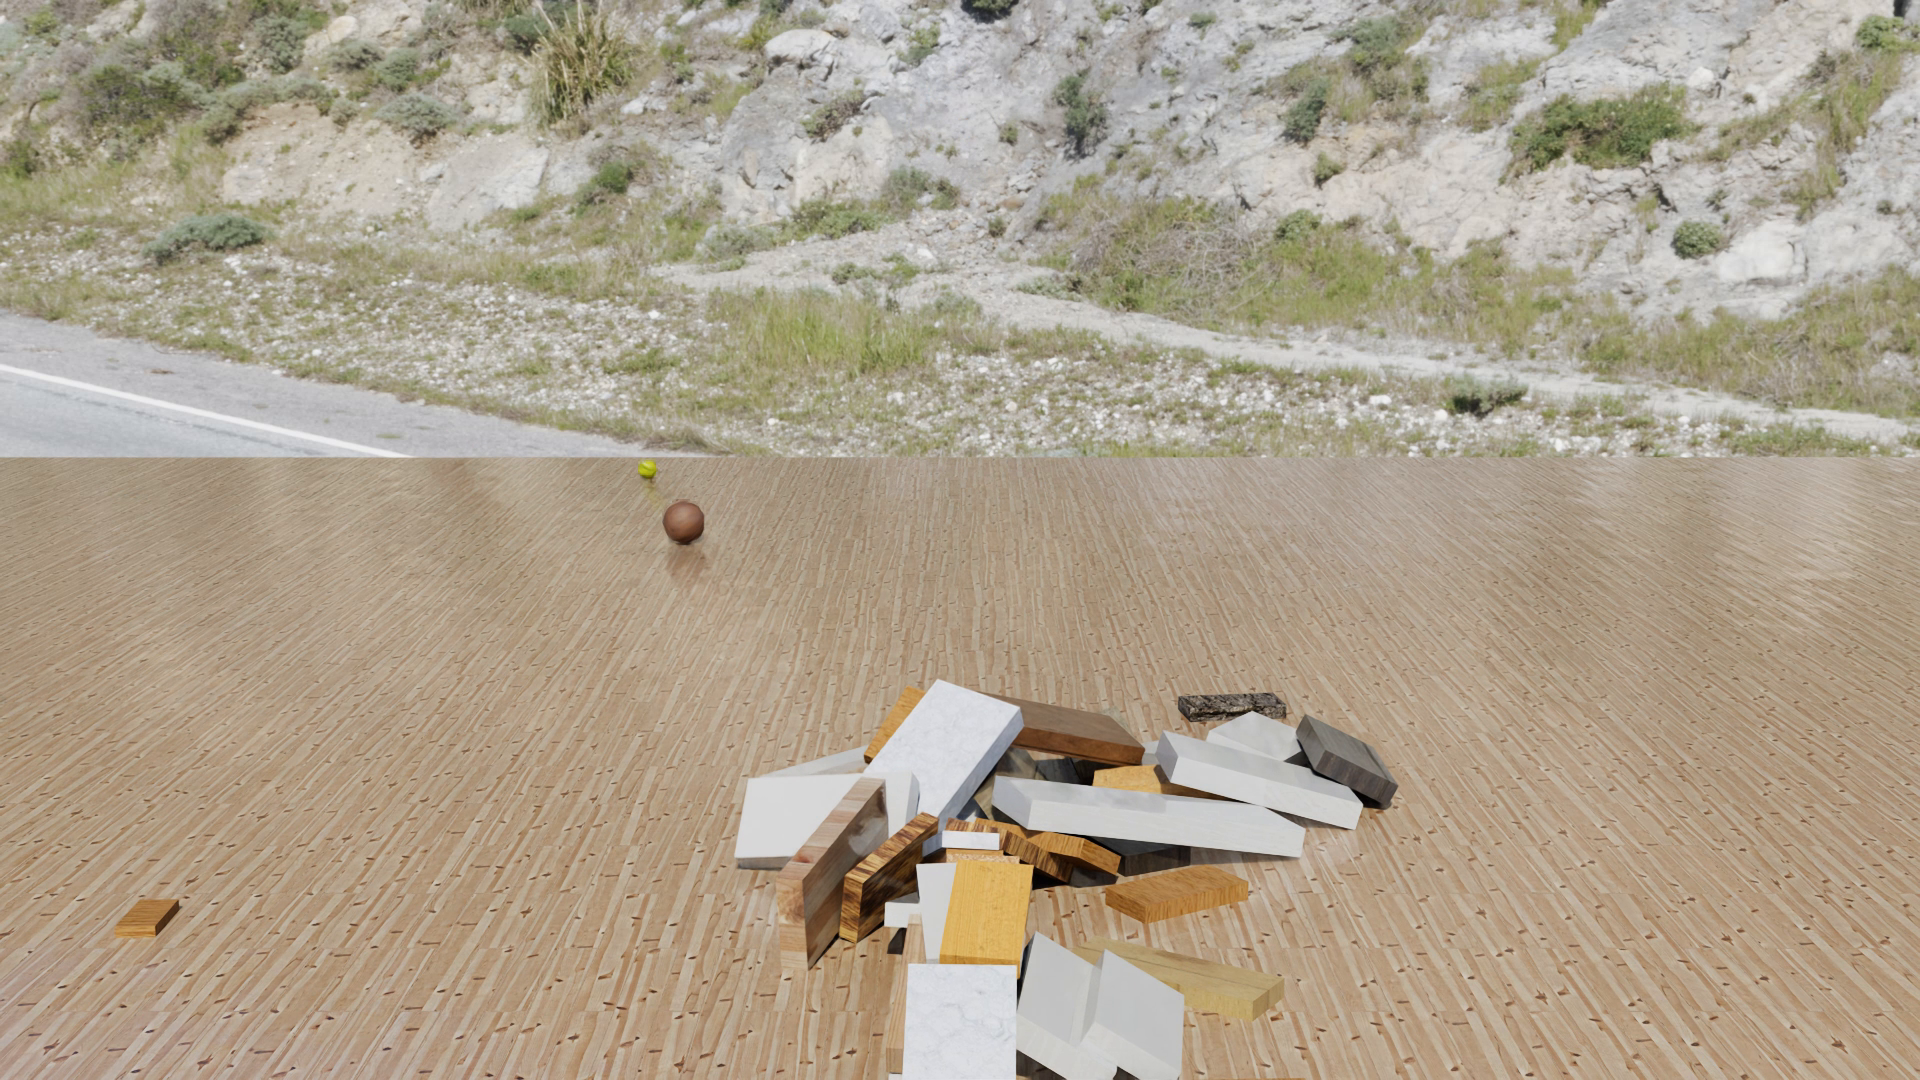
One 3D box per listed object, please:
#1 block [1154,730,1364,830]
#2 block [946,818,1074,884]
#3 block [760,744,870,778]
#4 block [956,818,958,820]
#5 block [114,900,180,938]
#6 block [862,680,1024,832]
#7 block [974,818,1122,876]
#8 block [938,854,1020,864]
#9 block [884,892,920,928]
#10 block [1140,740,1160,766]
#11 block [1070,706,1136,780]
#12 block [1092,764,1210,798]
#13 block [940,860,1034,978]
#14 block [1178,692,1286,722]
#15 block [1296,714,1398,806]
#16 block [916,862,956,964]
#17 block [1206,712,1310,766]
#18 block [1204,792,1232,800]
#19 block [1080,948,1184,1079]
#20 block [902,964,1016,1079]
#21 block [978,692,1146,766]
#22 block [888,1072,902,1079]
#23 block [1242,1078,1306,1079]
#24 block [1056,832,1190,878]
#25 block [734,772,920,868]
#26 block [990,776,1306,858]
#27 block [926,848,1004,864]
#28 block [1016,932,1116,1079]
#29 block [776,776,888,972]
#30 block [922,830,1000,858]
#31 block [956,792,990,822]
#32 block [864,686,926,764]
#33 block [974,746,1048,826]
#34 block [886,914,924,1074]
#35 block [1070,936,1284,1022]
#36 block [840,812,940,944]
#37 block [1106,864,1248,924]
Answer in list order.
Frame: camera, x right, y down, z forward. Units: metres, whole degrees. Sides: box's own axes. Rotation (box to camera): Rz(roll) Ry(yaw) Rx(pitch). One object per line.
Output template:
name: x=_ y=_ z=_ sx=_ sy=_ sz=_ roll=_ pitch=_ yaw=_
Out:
block: x=0.549 y=0.442 z=4.063 sx=0.355 sy=0.050 sz=0.177 roll=15 pitch=9 yaw=-7
block: x=0.083 y=0.518 z=3.657 sx=0.115 sy=0.033 sz=0.239 roll=7 pitch=-17 yaw=34
block: x=-0.208 y=0.440 z=4.429 sx=0.063 sy=0.018 sz=0.470 roll=10 pitch=14 yaw=42
block: x=-0.009 y=0.525 z=3.790 sx=0.064 sy=0.018 sz=0.128 roll=-18 pitch=40 yaw=-25
block: x=-1.304 y=0.607 z=3.530 sx=0.063 sy=0.018 sz=0.125 roll=-1 pitch=11 yaw=-3
block: x=-0.057 y=0.406 z=3.872 sx=0.177 sy=0.050 sz=0.355 roll=17 pitch=50 yaw=30
block: x=0.145 y=0.518 z=3.723 sx=0.230 sy=0.033 sz=0.115 roll=5 pitch=-18 yaw=40
block: x=0.017 y=0.517 z=3.384 sx=0.107 sy=0.030 sz=0.356 roll=3 pitch=-14 yaw=-5
block: x=-0.032 y=0.580 z=3.438 sx=0.126 sy=0.036 sz=0.253 roll=2 pitch=-5 yaw=9
block: x=0.414 y=0.429 z=4.359 sx=0.109 sy=0.031 sz=0.218 roll=-6 pitch=3 yaw=-30
block: x=0.279 y=0.407 z=4.438 sx=0.132 sy=0.037 sz=0.264 roll=-20 pitch=12 yaw=-1
block: x=0.363 y=0.458 z=4.154 sx=0.218 sy=0.031 sz=0.109 roll=-4 pitch=13 yaw=7
block: x=0.038 y=0.513 z=2.988 sx=0.107 sy=0.030 sz=0.213 roll=4 pitch=28 yaw=5
block: x=0.593 y=0.365 z=4.799 sx=0.214 sy=0.030 sz=0.107 roll=-2 pitch=11 yaw=-8
block: x=0.744 y=0.422 z=4.251 sx=0.153 sy=0.043 sz=0.306 roll=26 pitch=8 yaw=-2
block: x=0.000 y=0.521 z=3.037 sx=0.107 sy=0.030 sz=0.213 roll=-2 pitch=28 yaw=-4
block: x=0.599 y=0.405 z=4.338 sx=0.153 sy=0.043 sz=0.306 roll=22 pitch=11 yaw=20
block: x=0.494 y=0.469 z=4.235 sx=0.218 sy=0.031 sz=0.109 roll=-5 pitch=12 yaw=-24
block: x=0.240 y=0.659 z=3.028 sx=0.132 sy=0.037 sz=0.265 roll=31 pitch=12 yaw=0
block: x=0.000 y=0.663 z=2.773 sx=0.141 sy=0.040 sz=0.283 roll=1 pitch=42 yaw=2
block: x=0.188 y=0.364 z=4.211 sx=0.306 sy=0.043 sz=0.153 roll=13 pitch=15 yaw=-29
block: x=-0.026 y=0.686 z=2.884 sx=0.124 sy=0.035 sz=0.247 roll=1 pitch=25 yaw=4
block: x=0.320 y=0.732 z=2.799 sx=0.265 sy=0.037 sz=0.132 roll=0 pitch=11 yaw=-2
block: x=0.280 y=0.530 z=3.891 sx=0.132 sy=0.037 sz=0.264 roll=-5 pitch=12 yaw=-27
block: x=-0.228 y=0.480 z=3.770 sx=0.304 sy=0.152 sz=0.043 roll=-4 pitch=-35 yaw=18
block: x=0.327 y=0.480 z=3.819 sx=0.518 sy=0.050 sz=0.177 roll=9 pitch=4 yaw=-20
block: x=0.006 y=0.508 z=3.465 sx=0.089 sy=0.025 sz=0.178 roll=4 pitch=-14 yaw=-10
block: x=0.147 y=0.650 z=3.035 sx=0.152 sy=0.043 sz=0.304 roll=31 pitch=12 yaw=0
block: x=-0.197 y=0.523 z=3.485 sx=0.043 sy=0.152 sz=0.383 roll=3 pitch=18 yaw=17
block: x=0.000 y=0.482 z=3.465 sx=0.089 sy=0.025 sz=0.178 roll=4 pitch=-14 yaw=-10
block: x=-0.014 y=0.487 z=3.943 sx=0.140 sy=0.040 sz=0.281 roll=-1 pitch=23 yaw=-2
block: x=-0.095 y=0.347 z=4.000 sx=0.088 sy=0.025 sz=0.176 roll=17 pitch=50 yaw=20
block: x=0.098 y=0.457 z=4.029 sx=0.037 sy=0.132 sz=0.387 roll=-35 pitch=5 yaw=11
block: x=-0.013 y=0.607 z=2.947 sx=0.141 sy=0.040 sz=0.283 roll=3 pitch=28 yaw=4
block: x=0.314 y=0.649 z=3.267 sx=0.317 sy=0.030 sz=0.107 roll=7 pitch=12 yaw=32
block: x=-0.112 y=0.537 z=3.516 sx=0.033 sy=0.115 sz=0.230 roll=20 pitch=29 yaw=25
block: x=0.358 y=0.582 z=3.626 sx=0.214 sy=0.030 sz=0.107 roll=-7 pitch=12 yaw=-32
